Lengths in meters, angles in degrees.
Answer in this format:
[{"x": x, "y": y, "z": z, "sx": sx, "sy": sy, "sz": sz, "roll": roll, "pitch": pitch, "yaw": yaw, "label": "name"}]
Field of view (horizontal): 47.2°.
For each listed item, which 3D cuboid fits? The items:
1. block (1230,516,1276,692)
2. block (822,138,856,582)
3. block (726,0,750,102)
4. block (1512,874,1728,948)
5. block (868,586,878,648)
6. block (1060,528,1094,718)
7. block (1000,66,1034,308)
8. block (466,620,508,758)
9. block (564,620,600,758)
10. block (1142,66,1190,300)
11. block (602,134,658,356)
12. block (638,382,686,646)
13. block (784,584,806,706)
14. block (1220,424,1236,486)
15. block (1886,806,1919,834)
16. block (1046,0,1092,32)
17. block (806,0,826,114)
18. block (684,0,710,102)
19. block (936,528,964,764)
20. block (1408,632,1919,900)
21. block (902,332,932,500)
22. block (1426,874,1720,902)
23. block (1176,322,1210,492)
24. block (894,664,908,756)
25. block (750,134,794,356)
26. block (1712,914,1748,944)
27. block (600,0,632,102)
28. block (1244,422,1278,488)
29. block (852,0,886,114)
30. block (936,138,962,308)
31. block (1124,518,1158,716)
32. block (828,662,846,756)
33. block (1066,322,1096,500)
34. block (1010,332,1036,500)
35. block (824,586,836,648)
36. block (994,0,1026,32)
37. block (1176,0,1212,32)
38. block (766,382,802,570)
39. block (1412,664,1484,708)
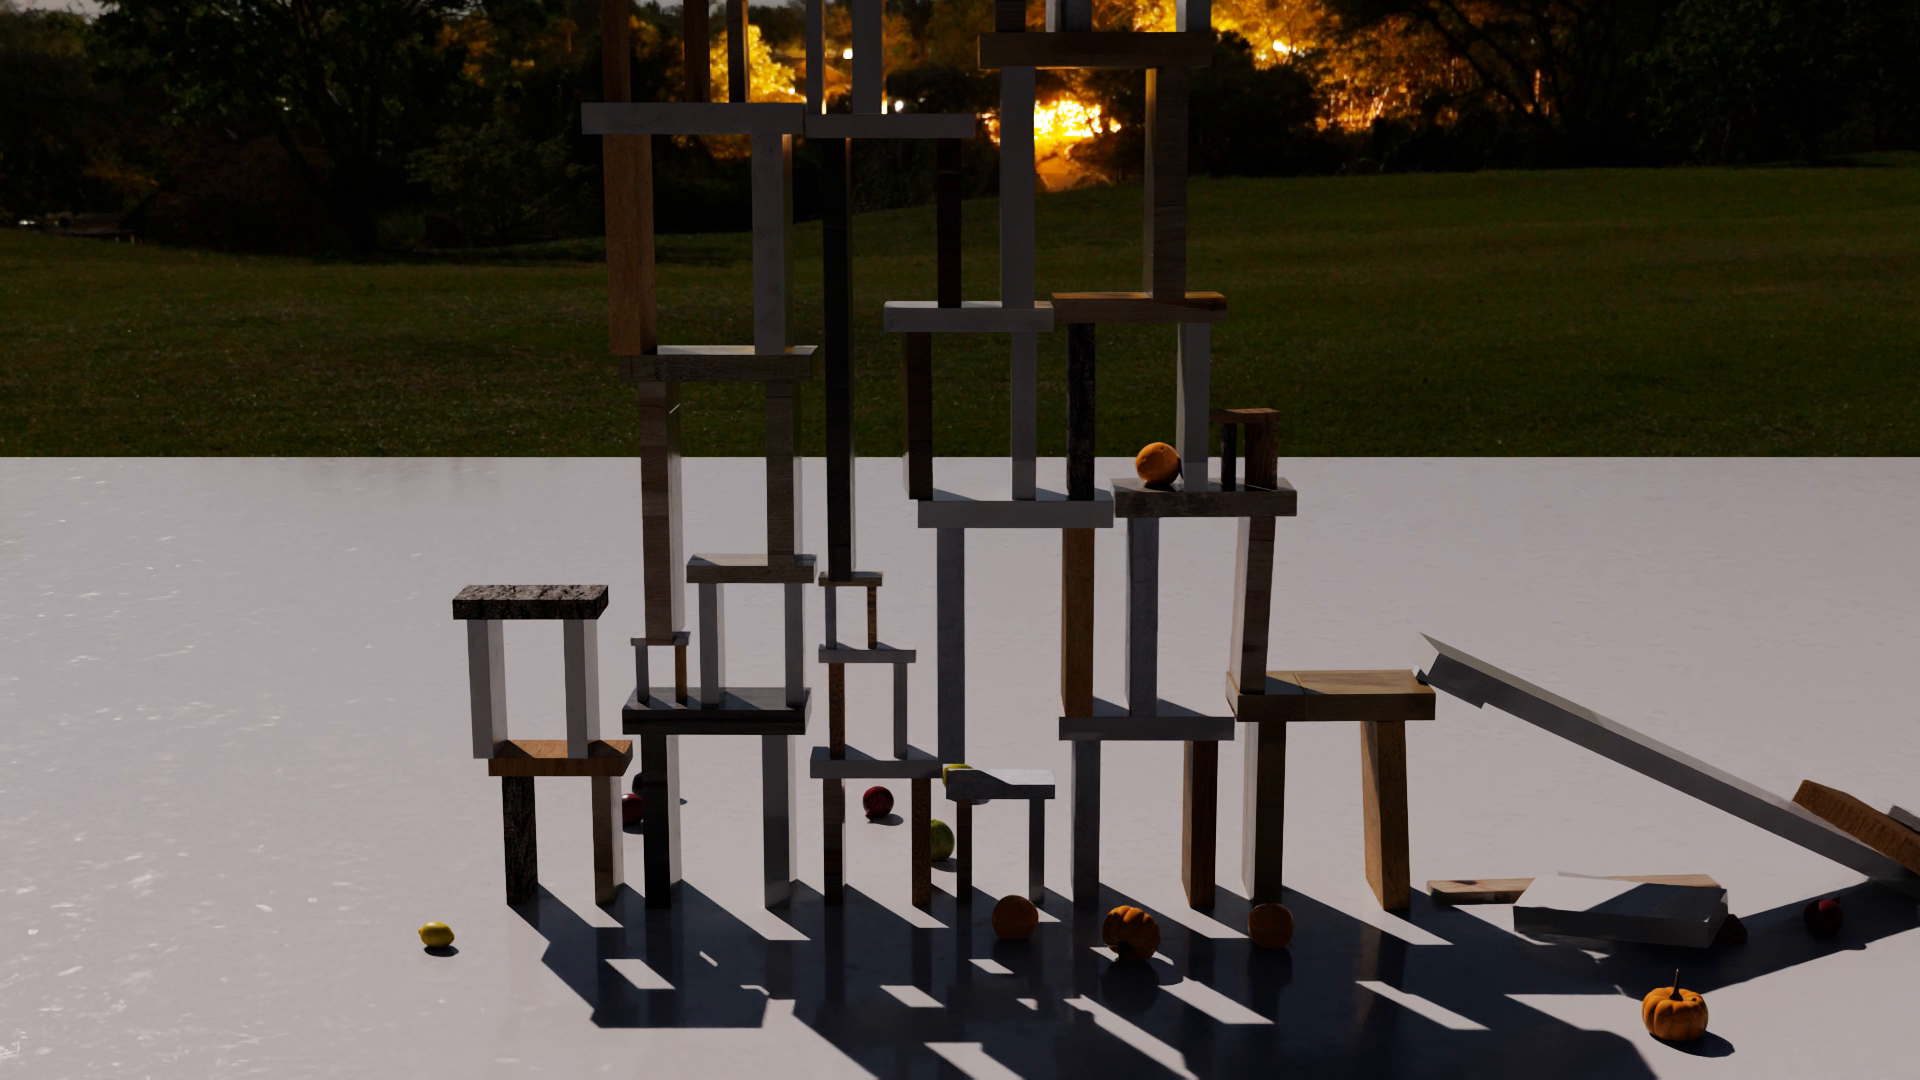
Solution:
[{"x": 0.475, "y": 0.092, "z": 3.578, "sx": 0.041, "sy": 0.286, "sz": 0.143, "roll": 2, "pitch": 11, "yaw": 0, "label": "block"}, {"x": -0.192, "y": -0.288, "z": 3.512, "sx": 0.037, "sy": 0.697, "sz": 0.130, "roll": 0, "pitch": 11, "yaw": 1, "label": "block"}, {"x": -0.344, "y": -0.768, "z": 3.413, "sx": 0.025, "sy": 0.176, "sz": 0.088, "roll": -1, "pitch": 11, "yaw": 0, "label": "block"}, {"x": 1.045, "y": 0.586, "z": 3.481, "sx": 0.299, "sy": 0.042, "sz": 0.149, "roll": 0, "pitch": 12, "yaw": 30, "label": "block"}, {"x": -0.142, "y": 0.120, "z": 3.580, "sx": 0.015, "sy": 0.103, "sz": 0.051, "roll": 0, "pitch": 11, "yaw": 0, "label": "block"}, {"x": 0.191, "y": 0.119, "z": 3.583, "sx": 0.044, "sy": 0.310, "sz": 0.155, "roll": 0, "pitch": 11, "yaw": 0, "label": "block"}, {"x": 0.089, "y": -0.554, "z": 3.454, "sx": 0.050, "sy": 0.367, "sz": 0.176, "roll": 0, "pitch": 11, "yaw": 0, "label": "block"}, {"x": -0.774, "y": 0.231, "z": 3.604, "sx": 0.033, "sy": 0.231, "sz": 0.116, "roll": 0, "pitch": 11, "yaw": 0, "label": "block"}, {"x": -0.619, "y": 0.230, "z": 3.604, "sx": 0.033, "sy": 0.231, "sz": 0.116, "roll": 0, "pitch": 11, "yaw": 1, "label": "block"}, {"x": 0.322, "y": -0.562, "z": 3.455, "sx": 0.050, "sy": 0.353, "sz": 0.176, "roll": 0, "pitch": 11, "yaw": 0, "label": "block"}, {"x": -0.520, "y": -0.469, "z": 3.473, "sx": 0.048, "sy": 0.338, "sz": 0.169, "roll": 0, "pitch": 11, "yaw": 1, "label": "block"}, {"x": -0.480, "y": -0.053, "z": 3.546, "sx": 0.042, "sy": 0.423, "sz": 0.149, "roll": 0, "pitch": 11, "yaw": 1, "label": "block"}, {"x": -0.269, "y": 0.159, "z": 3.592, "sx": 0.029, "sy": 0.203, "sz": 0.102, "roll": 0, "pitch": 11, "yaw": -2, "label": "block"}, {"x": 0.432, "y": -0.142, "z": 3.538, "sx": 0.015, "sy": 0.105, "sz": 0.053, "roll": -1, "pitch": 11, "yaw": -4, "label": "block"}, {"x": 1.651, "y": 0.503, "z": 3.723, "sx": 0.075, "sy": 0.021, "sz": 0.150, "roll": 35, "pitch": 1, "yaw": -26, "label": "block"}, {"x": 0.167, "y": -0.917, "z": 3.382, "sx": 0.039, "sy": 0.272, "sz": 0.136, "roll": -2, "pitch": 11, "yaw": -11, "label": "block"}, {"x": -0.224, "y": -0.760, "z": 3.416, "sx": 0.025, "sy": 0.192, "sz": 0.088, "roll": 0, "pitch": 11, "yaw": 0, "label": "block"}, {"x": -0.408, "y": -0.774, "z": 3.410, "sx": 0.027, "sy": 0.189, "sz": 0.095, "roll": 0, "pitch": 11, "yaw": 1, "label": "block"}, {"x": -0.015, "y": 0.157, "z": 3.590, "sx": 0.044, "sy": 0.387, "sz": 0.155, "roll": 0, "pitch": 11, "yaw": 0, "label": "block"}, {"x": 1.182, "y": 0.377, "z": 3.645, "sx": 0.931, "sy": 0.042, "sz": 0.149, "roll": 24, "pitch": 9, "yaw": -5, "label": "block"}, {"x": -0.069, "y": -0.207, "z": 3.525, "sx": 0.038, "sy": 0.266, "sz": 0.133, "roll": -2, "pitch": 11, "yaw": -5, "label": "block"}, {"x": 1.023, "y": 0.581, "z": 3.671, "sx": 0.481, "sy": 0.017, "sz": 0.059, "roll": -1, "pitch": 11, "yaw": -4, "label": "block"}, {"x": 0.372, "y": -0.220, "z": 3.516, "sx": 0.038, "sy": 0.267, "sz": 0.134, "roll": 0, "pitch": 11, "yaw": 0, "label": "block"}, {"x": -0.097, "y": 0.269, "z": 3.613, "sx": 0.022, "sy": 0.158, "sz": 0.079, "roll": 0, "pitch": 10, "yaw": 0, "label": "block"}, {"x": -0.294, "y": -0.468, "z": 3.468, "sx": 0.048, "sy": 0.337, "sz": 0.169, "roll": 0, "pitch": 11, "yaw": 1, "label": "block"}, {"x": 1.160, "y": 0.614, "z": 3.483, "sx": 0.150, "sy": 0.021, "sz": 0.075, "roll": 1, "pitch": 11, "yaw": 5, "label": "block"}, {"x": -0.534, "y": -0.774, "z": 3.413, "sx": 0.027, "sy": 0.189, "sz": 0.094, "roll": 0, "pitch": 11, "yaw": 1, "label": "block"}, {"x": 0.483, "y": -0.140, "z": 3.527, "sx": 0.053, "sy": 0.105, "sz": 0.015, "roll": 9, "pitch": 14, "yaw": 41, "label": "block"}, {"x": -0.141, "y": -0.883, "z": 3.393, "sx": 0.046, "sy": 0.442, "sz": 0.161, "roll": 0, "pitch": 11, "yaw": 0, "label": "block"}, {"x": -0.017, "y": -0.502, "z": 3.469, "sx": 0.037, "sy": 0.260, "sz": 0.130, "roll": 0, "pitch": 11, "yaw": 0, "label": "block"}, {"x": 0.296, "y": 0.111, "z": 3.583, "sx": 0.041, "sy": 0.325, "sz": 0.143, "roll": 0, "pitch": 11, "yaw": 0, "label": "block"}, {"x": -0.202, "y": 0.269, "z": 3.614, "sx": 0.022, "sy": 0.158, "sz": 0.079, "roll": 0, "pitch": 11, "yaw": -1, "label": "block"}, {"x": 0.193, "y": -0.213, "z": 3.520, "sx": 0.038, "sy": 0.280, "sz": 0.134, "roll": 0, "pitch": 11, "yaw": 0, "label": "block"}, {"x": 0.101, "y": -0.206, "z": 3.521, "sx": 0.038, "sy": 0.266, "sz": 0.133, "roll": 0, "pitch": 11, "yaw": 0, "label": "block"}, {"x": -0.210, "y": 0.121, "z": 3.581, "sx": 0.015, "sy": 0.103, "sz": 0.051, "roll": 0, "pitch": 11, "yaw": 0, "label": "block"}, {"x": 0.076, "y": -0.942, "z": 3.381, "sx": 0.046, "sy": 0.322, "sz": 0.161, "roll": 0, "pitch": 11, "yaw": 0, "label": "block"}, {"x": 0.361, "y": -0.918, "z": 3.386, "sx": 0.039, "sy": 0.272, "sz": 0.136, "roll": 0, "pitch": 11, "yaw": -1, "label": "block"}, {"x": -0.281, "y": -0.114, "z": 3.530, "sx": 0.042, "sy": 0.298, "sz": 0.149, "roll": 0, "pitch": 11, "yaw": 1, "label": "block"}, {"x": 0.802, "y": 0.238, "z": 3.611, "sx": 0.118, "sy": 0.017, "sz": 0.059, "roll": 25, "pitch": 9, "yaw": 2, "label": "block"}]
